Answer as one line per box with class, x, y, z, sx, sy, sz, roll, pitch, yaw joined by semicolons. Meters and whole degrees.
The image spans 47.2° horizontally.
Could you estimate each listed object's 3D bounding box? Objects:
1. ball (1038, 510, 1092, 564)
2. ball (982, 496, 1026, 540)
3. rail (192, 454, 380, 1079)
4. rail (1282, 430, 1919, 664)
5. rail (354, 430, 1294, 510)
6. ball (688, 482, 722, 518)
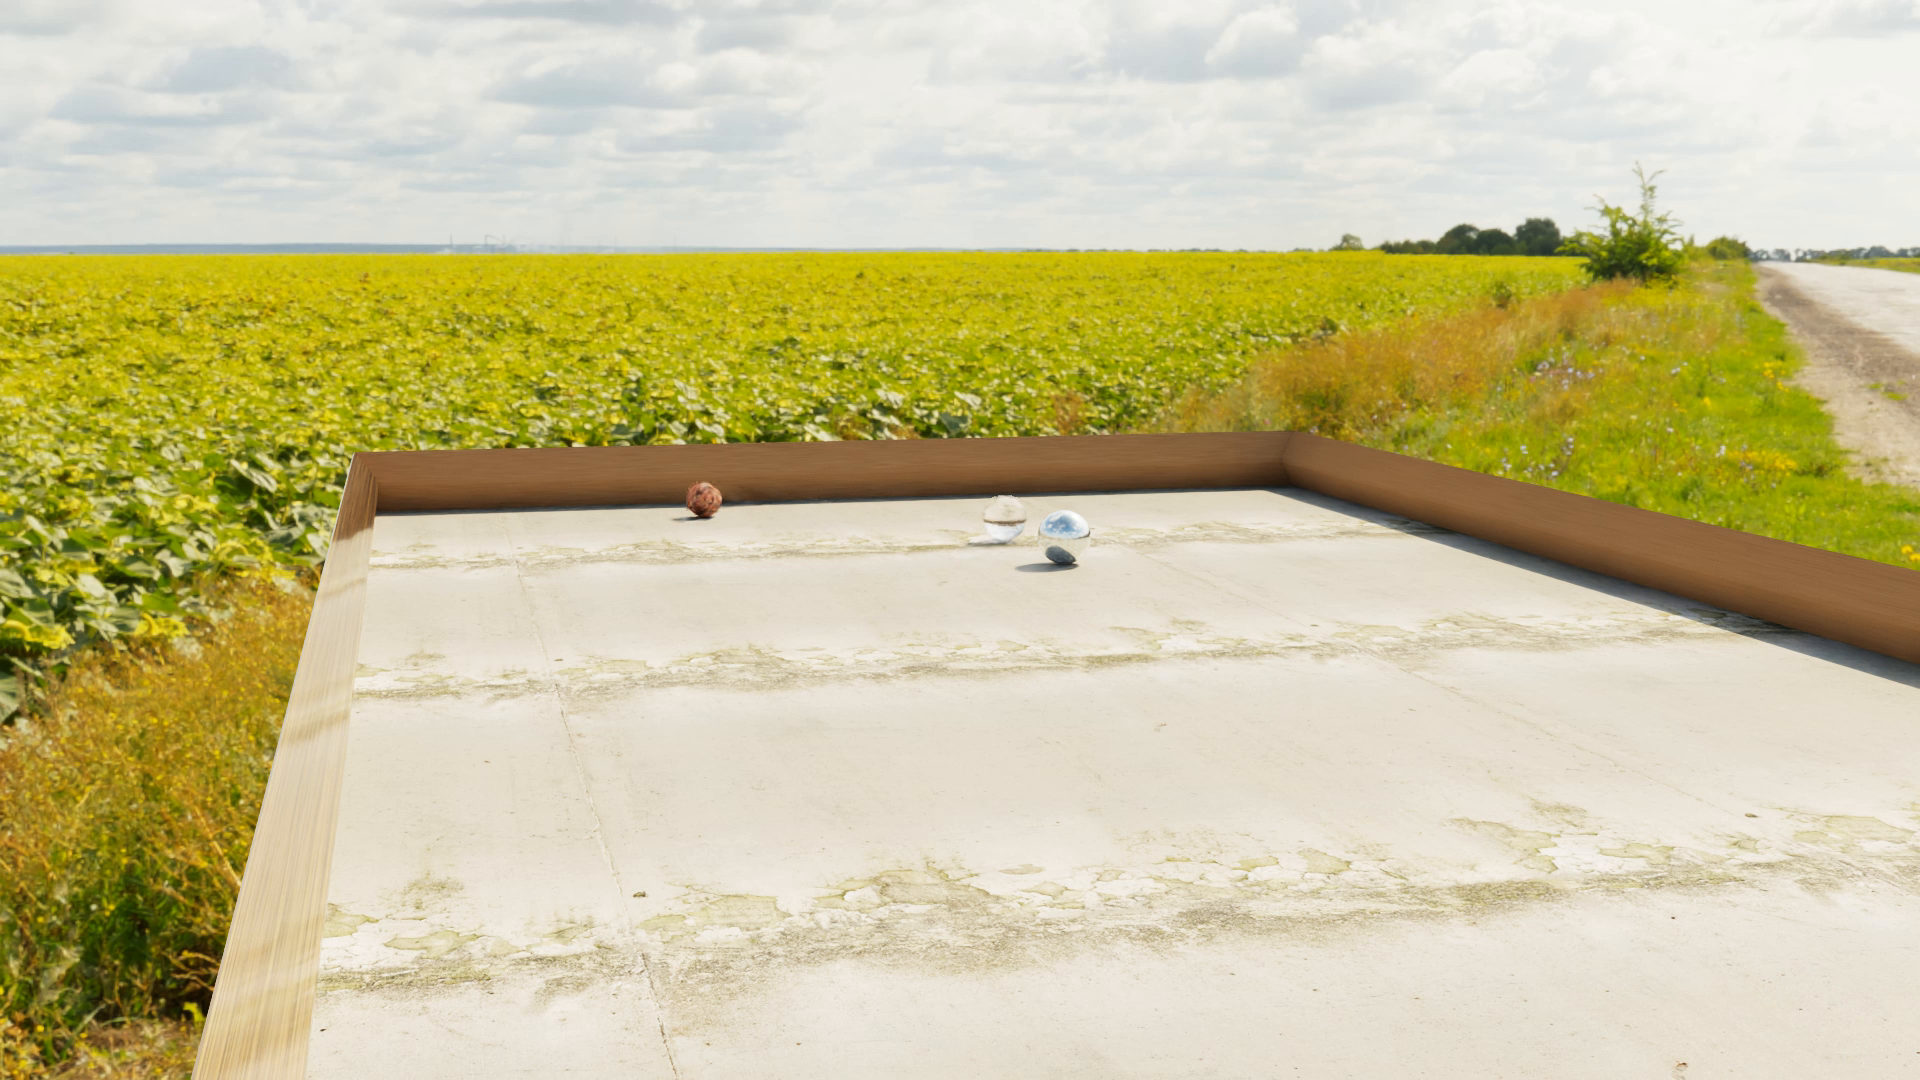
ball;0.166;-0.005;3.492;0.086;0.086;0.086;0;8;0
ball;0.077;-0.036;3.758;0.075;0.075;0.075;0;8;0
rail;-0.674;0.139;2.369;0.045;0.112;3.693;-2;8;-14
rail;1.117;0.077;2.808;0.045;0.112;3.693;-2;8;-14
rail;-0.216;-0.138;4.341;1.892;0.112;0.045;-2;8;-14
ball;-0.473;-0.074;4.069;0.064;0.064;0.064;0;8;0
